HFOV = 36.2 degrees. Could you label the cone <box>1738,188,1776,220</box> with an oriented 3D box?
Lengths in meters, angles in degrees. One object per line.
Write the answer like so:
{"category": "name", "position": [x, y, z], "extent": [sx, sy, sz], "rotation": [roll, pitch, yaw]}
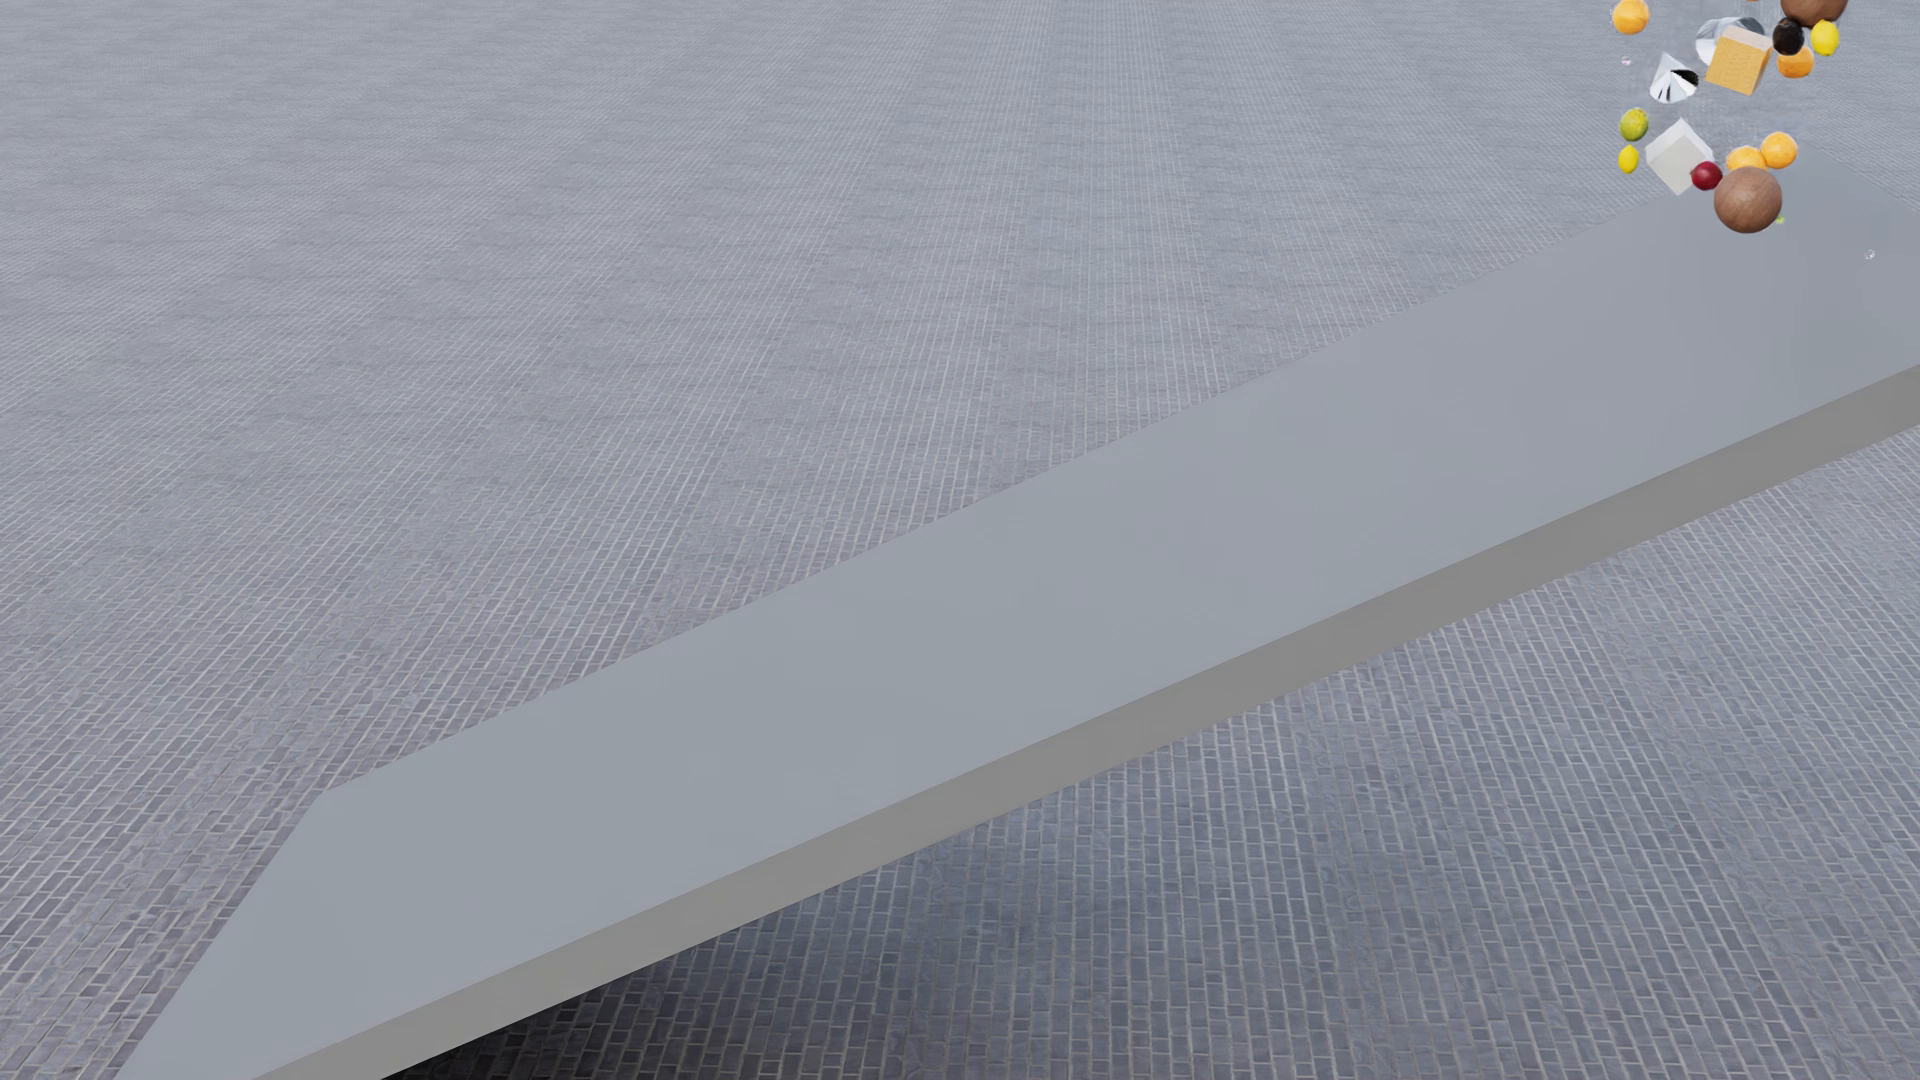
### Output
{"category": "cone", "position": [1.565, -0.652, 5.805], "extent": [0.067, 0.067, 0.067], "rotation": [-18, 1, 40]}

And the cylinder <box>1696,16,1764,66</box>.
{"category": "cylinder", "position": [1.557, -1.006, 5.941], "extent": [0.096, 0.096, 0.096], "rotation": [-7, 10, -24]}

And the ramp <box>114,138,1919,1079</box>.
{"category": "ramp", "position": [0.135, 0.169, 6.282], "extent": [4.000, 0.100, 2.000], "rotation": [-24, 13, 9]}

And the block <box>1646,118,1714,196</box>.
{"category": "block", "position": [1.473, -0.784, 6.020], "extent": [0.095, 0.095, 0.095], "rotation": [-40, 14, 26]}

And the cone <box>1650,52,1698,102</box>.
{"category": "cone", "position": [1.434, -0.953, 5.948], "extent": [0.097, 0.097, 0.097], "rotation": [-2, 54, -5]}

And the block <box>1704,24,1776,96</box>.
{"category": "block", "position": [1.510, -0.929, 5.692], "extent": [0.092, 0.092, 0.092], "rotation": [23, 31, 16]}
